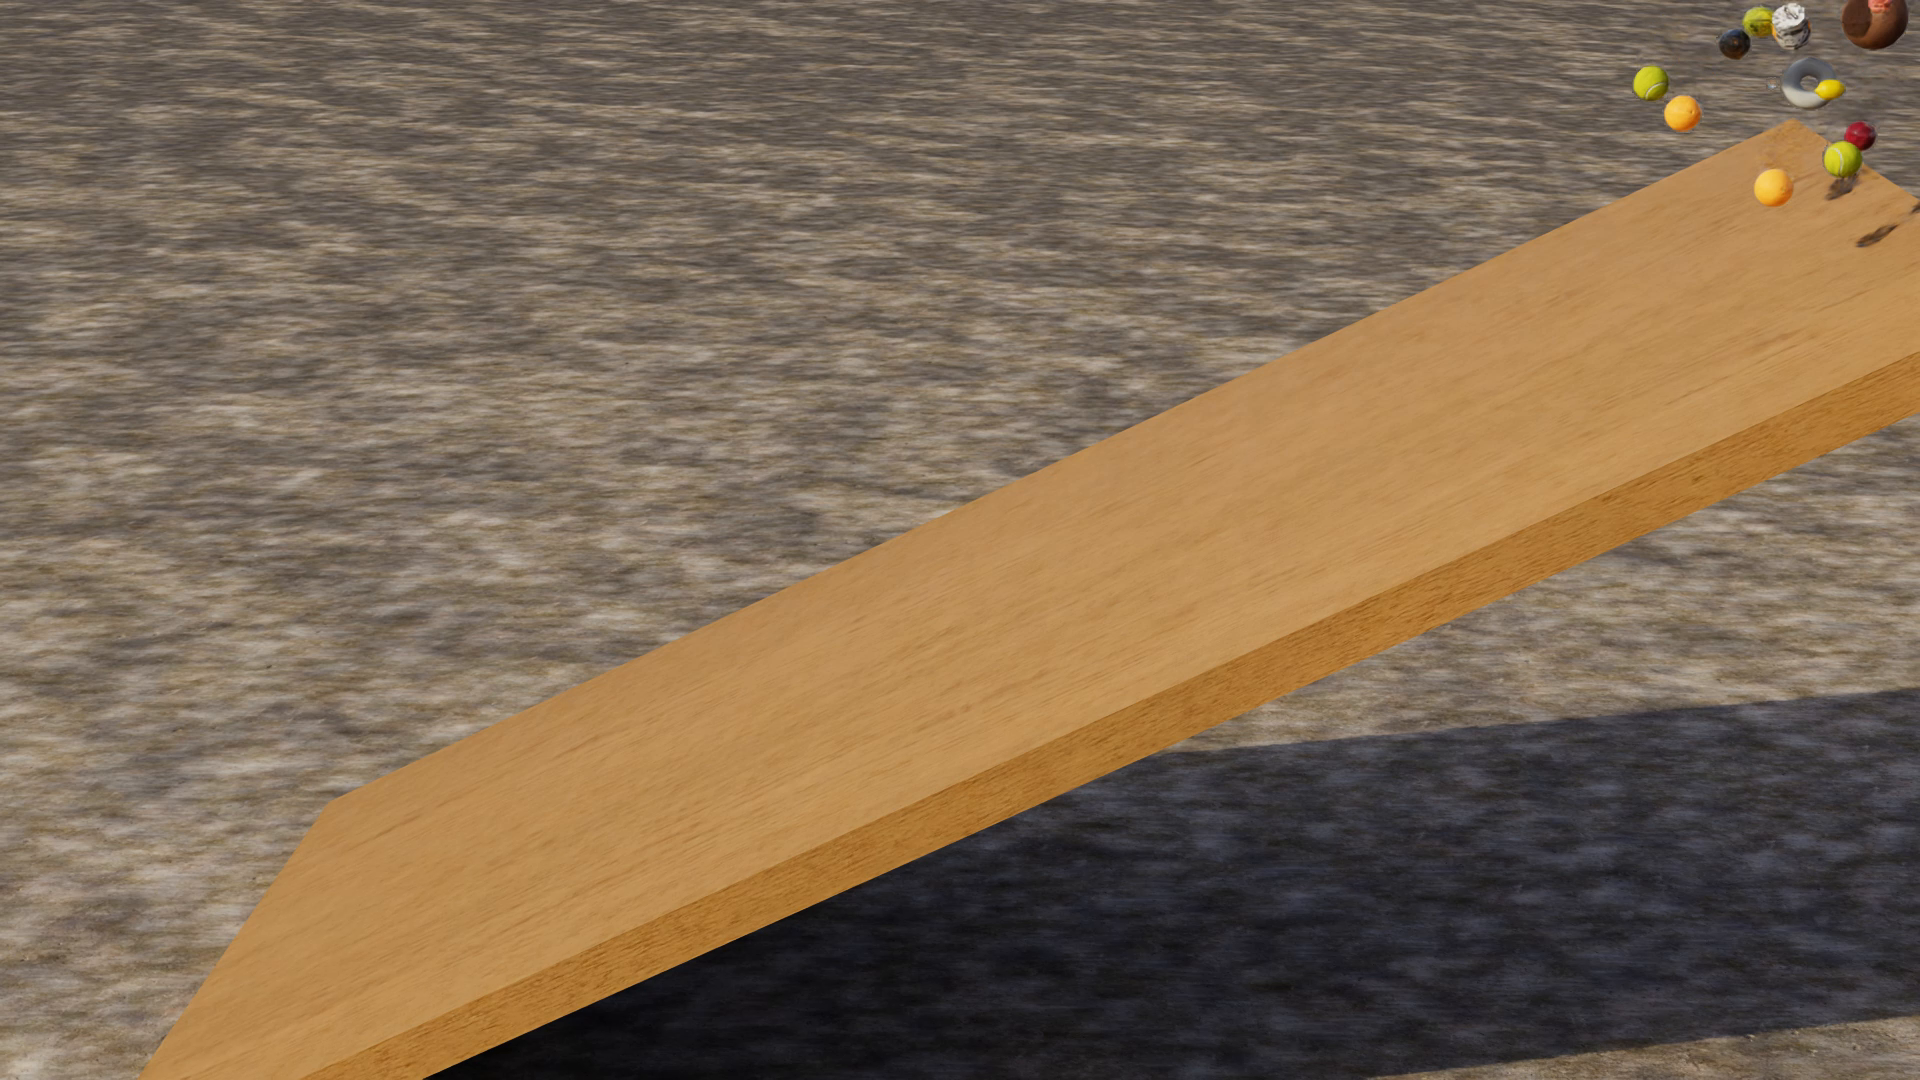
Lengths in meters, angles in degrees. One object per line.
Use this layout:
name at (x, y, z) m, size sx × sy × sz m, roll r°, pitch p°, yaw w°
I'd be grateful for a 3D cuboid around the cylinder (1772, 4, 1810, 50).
cylinder at (1.605, -0.990, 5.679) m, size 0.062 × 0.062 × 0.062 m, roll -14°, pitch 51°, yaw 18°

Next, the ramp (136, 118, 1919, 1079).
ramp at (0.138, 0.168, 6.281) m, size 4.000 × 0.100 × 2.000 m, roll -25°, pitch 14°, yaw 10°

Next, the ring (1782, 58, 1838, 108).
ring at (1.730, -0.929, 5.987) m, size 0.110 × 0.110 × 0.037 m, roll 3°, pitch -13°, yaw 10°
